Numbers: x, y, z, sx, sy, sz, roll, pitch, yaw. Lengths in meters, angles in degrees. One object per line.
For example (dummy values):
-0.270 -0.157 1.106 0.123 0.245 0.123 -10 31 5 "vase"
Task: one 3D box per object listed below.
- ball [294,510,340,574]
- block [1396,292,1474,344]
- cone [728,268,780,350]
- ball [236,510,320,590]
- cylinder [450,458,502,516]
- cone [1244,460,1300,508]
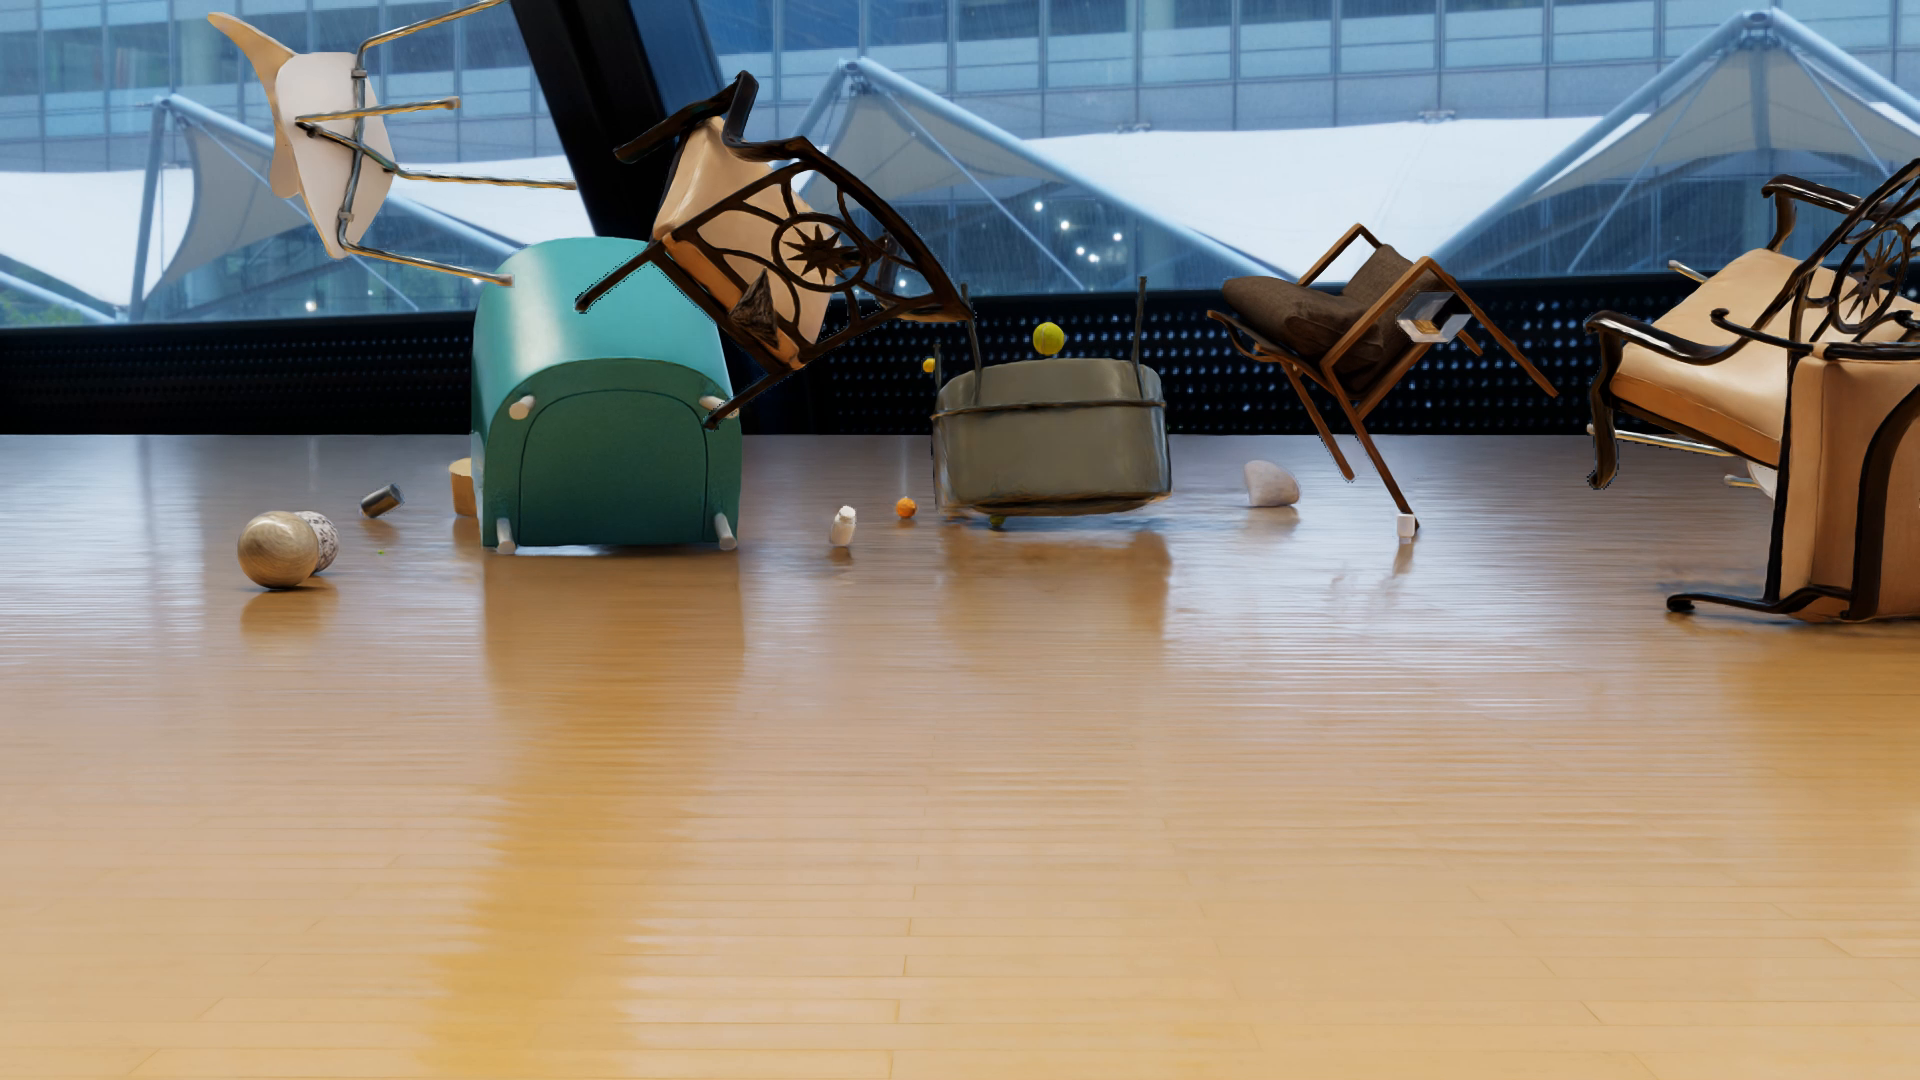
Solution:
-1.583 0.006 5.323 0.155 0.155 0.155 0 4 0 "ball"
1.202 -0.565 5.571 0.080 0.102 0.156 45 -11 -20 "block"
-0.502 -0.541 5.238 0.111 0.208 0.115 -11 -10 3 "cone"
-1.528 0.022 4.929 0.177 0.177 0.177 0 4 0 "ball"
-1.710 -0.187 7.773 0.172 0.156 0.162 7 26 13 "cylinder"
1.148 -0.170 8.362 0.247 0.213 0.152 28 55 20 "cone"
